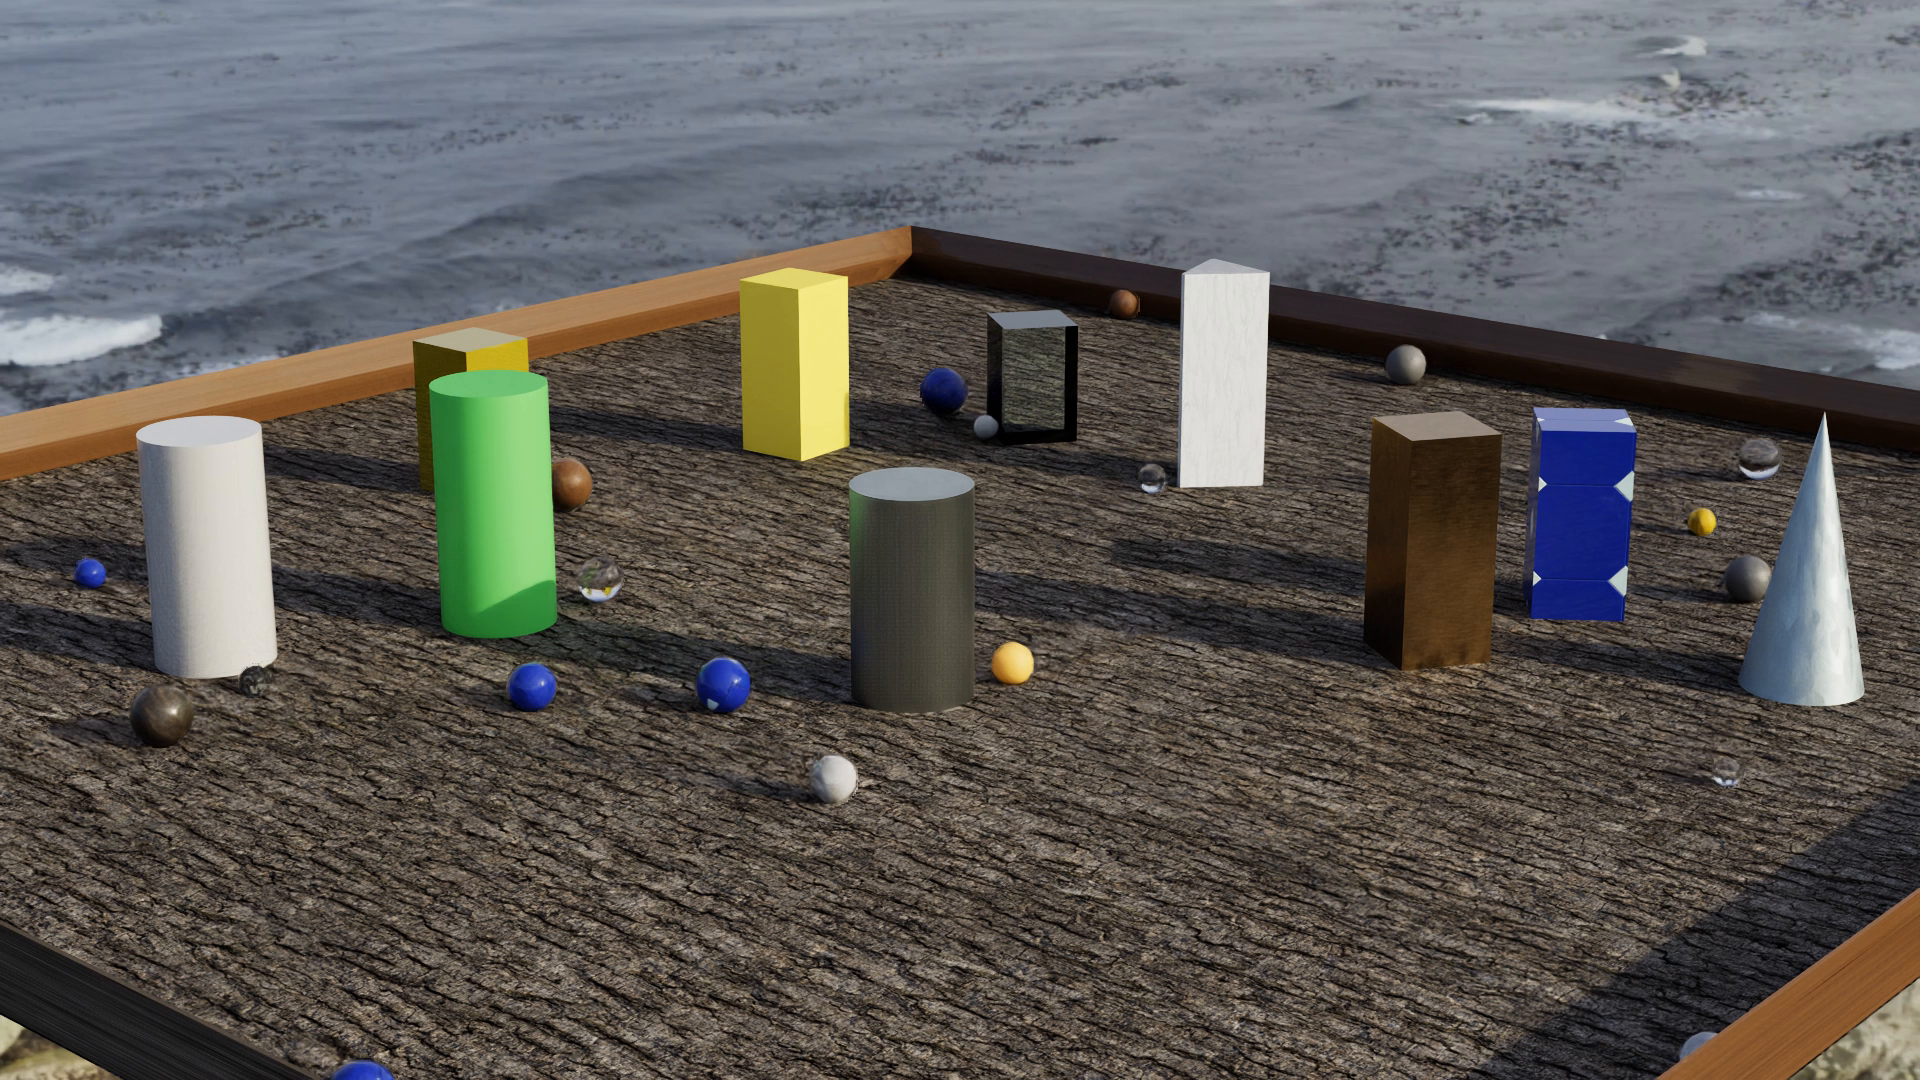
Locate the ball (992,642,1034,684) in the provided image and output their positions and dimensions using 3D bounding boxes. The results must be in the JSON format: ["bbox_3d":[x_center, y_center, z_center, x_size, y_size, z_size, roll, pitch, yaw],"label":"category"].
[{"bbox_3d":[0.084,0.197,4.678,0.068,0.068,0.068,0,17,0],"label":"ball"}]

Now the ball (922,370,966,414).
[{"bbox_3d":[-0.034,-0.321,6.346,0.097,0.097,0.097,0,17,0],"label":"ball"}]

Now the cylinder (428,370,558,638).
[{"bbox_3d":[-0.784,-0.062,4.937,0.195,0.414,0.195,0,17,0],"label":"cylinder"}]

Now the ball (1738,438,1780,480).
[{"bbox_3d":[1.592,-0.160,5.839,0.082,0.082,0.082,0,17,0],"label":"ball"}]

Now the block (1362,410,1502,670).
[{"bbox_3d":[0.768,0.000,4.782,0.156,0.385,0.156,-5,17,-15],"label":"block"}]

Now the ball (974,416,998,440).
[{"bbox_3d":[0.054,-0.235,6.138,0.052,0.052,0.052,0,17,0],"label":"ball"}]

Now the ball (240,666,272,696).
[{"bbox_3d":[-1.112,0.223,4.627,0.049,0.049,0.049,0,17,0],"label":"ball"}]

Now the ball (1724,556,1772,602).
[{"bbox_3d":[1.367,0.068,5.085,0.081,0.081,0.081,0,17,0],"label":"ball"}]

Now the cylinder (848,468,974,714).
[{"bbox_3d":[-0.075,0.077,4.599,0.195,0.343,0.195,0,17,0],"label":"cylinder"}]

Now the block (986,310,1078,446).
[{"bbox_3d":[0.151,-0.342,6.153,0.156,0.248,0.156,-4,17,-12],"label":"block"}]

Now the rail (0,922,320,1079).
[{"bbox_3d":[-1.307,0.466,3.679,3.849,0.127,0.045,14,22,39],"label":"rail"}]

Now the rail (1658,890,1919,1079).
[{"bbox_3d":[1.435,0.392,3.927,0.045,0.127,4.035,14,22,39],"label":"rail"}]

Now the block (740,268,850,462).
[{"bbox_3d":[-0.339,-0.363,6.034,0.156,0.357,0.156,12,21,35],"label":"block"}]

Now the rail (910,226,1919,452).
[{"bbox_3d":[1.307,-0.403,6.561,3.849,0.127,0.045,14,22,39],"label":"rail"}]

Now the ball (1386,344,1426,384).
[{"bbox_3d":[1.004,-0.395,6.603,0.091,0.091,0.091,0,17,0],"label":"ball"}]

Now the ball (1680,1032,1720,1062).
[{"bbox_3d":[0.858,0.596,3.361,0.064,0.064,0.064,0,17,0],"label":"ball"}]

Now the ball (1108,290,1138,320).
[{"bbox_3d":[0.404,-0.583,7.257,0.073,0.073,0.073,0,17,0],"label":"ball"}]

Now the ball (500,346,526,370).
[{"bbox_3d":[-1.025,-0.415,6.724,0.058,0.058,0.058,0,17,0],"label":"ball"}]

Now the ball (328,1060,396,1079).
[{"bbox_3d":[-0.664,0.619,3.255,0.083,0.083,0.083,0,17,0],"label":"ball"}]

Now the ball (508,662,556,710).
[{"bbox_3d":[-0.665,0.228,4.564,0.075,0.075,0.075,0,17,0],"label":"ball"}]

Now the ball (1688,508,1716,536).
[{"bbox_3d":[1.386,-0.034,5.473,0.051,0.051,0.051,0,17,0],"label":"ball"}]

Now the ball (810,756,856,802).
[{"bbox_3d":[-0.182,0.342,4.198,0.068,0.068,0.068,0,17,0],"label":"ball"}]

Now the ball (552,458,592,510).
[{"bbox_3d":[-0.756,-0.107,5.635,0.098,0.098,0.098,0,17,0],"label":"ball"}]

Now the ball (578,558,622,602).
[{"bbox_3d":[-0.626,0.069,5.087,0.077,0.077,0.077,0,17,0],"label":"ball"}]

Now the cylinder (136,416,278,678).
[{"bbox_3d":[-1.218,0.010,4.750,0.195,0.385,0.195,0,17,0],"label":"cylinder"}]

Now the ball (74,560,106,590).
[{"bbox_3d":[-1.529,0.060,5.156,0.053,0.053,0.053,0,17,0],"label":"ball"}]

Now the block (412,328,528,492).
[{"bbox_3d":[-0.954,-0.248,5.753,0.156,0.299,0.156,14,21,38],"label":"block"}]

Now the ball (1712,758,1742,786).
[{"bbox_3d":[1.114,0.337,4.259,0.041,0.041,0.041,0,17,0],"label":"ball"}]

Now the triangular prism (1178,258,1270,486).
[{"bbox_3d":[0.509,-0.333,5.812,0.169,0.427,0.147,-2,17,-5],"label":"triangular prism"}]

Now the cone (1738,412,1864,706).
[{"bbox_3d":[1.342,0.015,4.616,0.195,0.451,0.195,0,17,0],"label":"cone"}]

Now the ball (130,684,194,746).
[{"bbox_3d":[-1.202,0.263,4.415,0.093,0.093,0.093,0,17,0],"label":"ball"}]

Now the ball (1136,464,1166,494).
[{"bbox_3d":[0.376,-0.121,5.748,0.058,0.058,0.058,0,17,0],"label":"ball"}]

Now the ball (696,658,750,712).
[{"bbox_3d":[-0.368,0.225,4.555,0.085,0.085,0.085,0,17,0],"label":"ball"}]

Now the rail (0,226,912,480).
[{"bbox_3d":[-1.435,-0.328,6.313,0.045,0.127,4.035,14,22,39],"label":"rail"}]

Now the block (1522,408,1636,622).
[{"bbox_3d":[1.059,-0.045,5.023,0.156,0.332,0.156,1,17,5],"label":"block"}]
